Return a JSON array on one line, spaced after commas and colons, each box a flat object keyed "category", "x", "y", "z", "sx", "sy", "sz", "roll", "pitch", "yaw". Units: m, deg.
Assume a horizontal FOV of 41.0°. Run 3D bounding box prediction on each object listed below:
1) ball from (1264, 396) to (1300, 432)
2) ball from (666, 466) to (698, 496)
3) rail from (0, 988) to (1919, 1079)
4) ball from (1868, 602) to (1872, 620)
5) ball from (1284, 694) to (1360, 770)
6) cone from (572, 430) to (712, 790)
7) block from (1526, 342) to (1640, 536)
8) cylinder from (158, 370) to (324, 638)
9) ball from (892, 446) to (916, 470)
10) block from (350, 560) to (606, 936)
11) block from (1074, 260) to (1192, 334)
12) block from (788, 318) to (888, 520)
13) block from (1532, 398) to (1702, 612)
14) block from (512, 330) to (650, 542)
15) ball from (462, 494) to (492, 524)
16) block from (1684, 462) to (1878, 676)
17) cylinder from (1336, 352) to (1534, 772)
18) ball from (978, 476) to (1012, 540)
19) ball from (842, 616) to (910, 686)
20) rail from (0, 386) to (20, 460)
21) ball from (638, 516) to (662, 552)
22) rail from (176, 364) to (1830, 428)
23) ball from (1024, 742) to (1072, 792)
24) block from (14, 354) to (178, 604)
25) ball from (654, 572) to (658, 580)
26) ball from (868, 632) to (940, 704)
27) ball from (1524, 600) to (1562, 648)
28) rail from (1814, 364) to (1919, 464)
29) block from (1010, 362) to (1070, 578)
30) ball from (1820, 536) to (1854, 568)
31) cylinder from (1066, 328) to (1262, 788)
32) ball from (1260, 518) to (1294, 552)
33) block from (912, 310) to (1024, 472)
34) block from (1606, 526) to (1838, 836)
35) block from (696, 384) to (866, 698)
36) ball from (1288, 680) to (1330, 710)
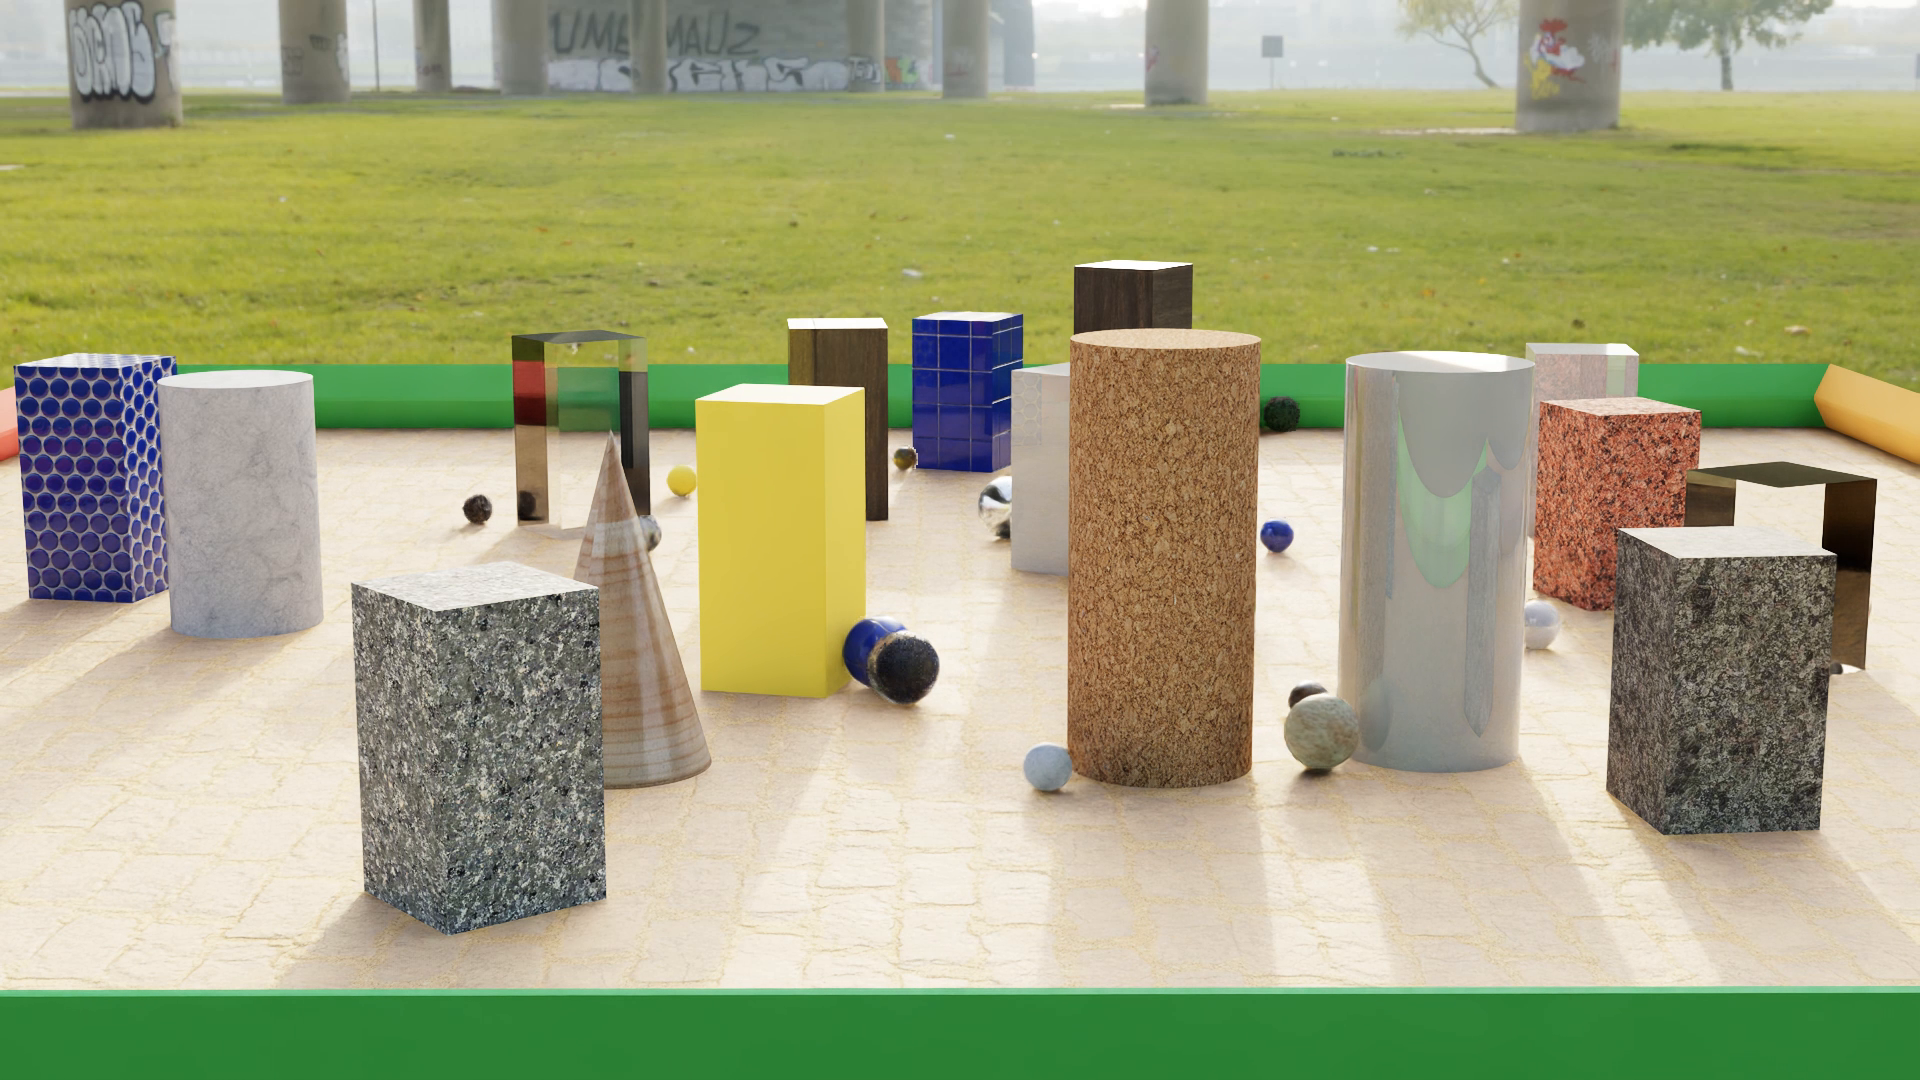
[{"category": "ball", "x": 0.644, "y": -0.252, "z": 5.140, "sx": 0.072, "sy": 0.072, "sz": 0.072, "roll": 0, "pitch": 11, "yaw": 0}, {"category": "ball", "x": -0.474, "y": -0.101, "z": 4.378, "sx": 0.053, "sy": 0.053, "sz": 0.053, "roll": 0, "pitch": 11, "yaw": 0}, {"category": "rail", "x": 0.010, "y": 0.354, "z": 1.718, "sx": 3.552, "sy": 0.127, "sz": 0.045, "roll": 0, "pitch": 11, "yaw": 0}, {"category": "ball", "x": 1.137, "y": 0.087, "z": 3.309, "sx": 0.073, "sy": 0.073, "sz": 0.073, "roll": 0, "pitch": 11, "yaw": 0}, {"category": "ball", "x": 0.378, "y": 0.200, "z": 2.683, "sx": 0.078, "sy": 0.078, "sz": 0.078, "roll": 0, "pitch": 11, "yaw": 0}, {"category": "cone", "x": -0.359, "y": 0.060, "z": 2.673, "sx": 0.195, "sy": 0.357, "sz": 0.195, "roll": 0, "pitch": 11, "yaw": 0}, {"category": "block", "x": 0.975, "y": -0.159, "z": 4.050, "sx": 0.156, "sy": 0.286, "sz": 0.156, "roll": 1, "pitch": 11, "yaw": 7}, {"category": "cylinder", "x": -0.941, "y": -0.050, "z": 3.361, "sx": 0.195, "sy": 0.324, "sz": 0.195, "roll": 0, "pitch": 11, "yaw": 0}, {"category": "ball", "x": -0.101, "y": -0.148, "z": 4.662, "sx": 0.042, "sy": 0.042, "sz": 0.042, "roll": 0, "pitch": 11, "yaw": 0}, {"category": "block", "x": -0.422, "y": 0.177, "z": 2.254, "sx": 0.156, "sy": 0.281, "sz": 0.156, "roll": -8, "pitch": 13, "yaw": -38}, {"category": "block", "x": 0.309, "y": -0.304, "z": 4.589, "sx": 0.156, "sy": 0.375, "sz": 0.156, "roll": 6, "pitch": 12, "yaw": 31}, {"category": "block", "x": -0.200, "y": -0.198, "z": 4.188, "sx": 0.156, "sy": 0.312, "sz": 0.156, "roll": -1, "pitch": 11, "yaw": -5}, {"category": "block", "x": 0.901, "y": -0.052, "z": 3.529, "sx": 0.156, "sy": 0.266, "sz": 0.156, "roll": -3, "pitch": 11, "yaw": -16}, {"category": "block", "x": -0.597, "y": -0.168, "z": 4.048, "sx": 0.156, "sy": 0.306, "sz": 0.156, "roll": -7, "pitch": 13, "yaw": -35}, {"category": "ball", "x": -0.774, "y": -0.050, "z": 4.118, "sx": 0.047, "sy": 0.047, "sz": 0.047, "roll": 0, "pitch": 11, "yaw": 0}, {"category": "block", "x": 0.996, "y": 0.036, "z": 3.135, "sx": 0.156, "sy": 0.236, "sz": 0.156, "roll": -5, "pitch": 12, "yaw": -26}, {"category": "cylinder", "x": 0.503, "y": 0.019, "z": 2.728, "sx": 0.195, "sy": 0.419, "sz": 0.195, "roll": 0, "pitch": 11, "yaw": 0}, {"category": "ball", "x": 0.076, "y": -0.050, "z": 3.979, "sx": 0.098, "sy": 0.098, "sz": 0.098, "roll": 0, "pitch": 11, "yaw": 0}, {"category": "ball", "x": -0.095, "y": 0.132, "z": 3.032, "sx": 0.086, "sy": 0.086, "sz": 0.086, "roll": 0, "pitch": 11, "yaw": 0}, {"category": "rail", "x": -1.752, "y": 0.034, "z": 3.439, "sx": 0.045, "sy": 0.127, "sz": 3.568, "roll": 0, "pitch": 11, "yaw": 0}, {"category": "ball", "x": -0.477, "y": -0.009, "z": 3.877, "sx": 0.055, "sy": 0.055, "sz": 0.055, "roll": 0, "pitch": 11, "yaw": 0}, {"category": "rail", "x": -0.010, "y": -0.288, "z": 5.180, "sx": 3.552, "sy": 0.127, "sz": 0.045, "roll": 0, "pitch": 11, "yaw": 0}, {"category": "ball", "x": 0.090, "y": 0.230, "z": 2.603, "sx": 0.049, "sy": 0.049, "sz": 0.049, "roll": 0, "pitch": 11, "yaw": 0}, {"category": "block", "x": -1.193, "y": -0.089, "z": 3.573, "sx": 0.156, "sy": 0.323, "sz": 0.156, "roll": 2, "pitch": 11, "yaw": 12}, {"category": "ball", "x": -0.445, "y": 0.058, "z": 3.479, "sx": 0.069, "sy": 0.069, "sz": 0.069, "roll": 0, "pitch": 11, "yaw": 0}, {"category": "ball", "x": -0.065, "y": 0.147, "z": 2.954, "sx": 0.084, "sy": 0.084, "sz": 0.084, "roll": 0, "pitch": 11, "yaw": 0}, {"category": "ball", "x": 0.727, "y": 0.107, "z": 3.235, "sx": 0.061, "sy": 0.061, "sz": 0.061, "roll": 0, "pitch": 11, "yaw": 0}, {"category": "rail", "x": 1.752, "y": 0.031, "z": 3.459, "sx": 0.045, "sy": 0.127, "sz": 3.568, "roll": 0, "pitch": 11, "yaw": 0}, {"category": "block", "x": 0.185, "y": -0.104, "z": 3.739, "sx": 0.156, "sy": 0.291, "sz": 0.156, "roll": 9, "pitch": 14, "yaw": 40}, {"category": "ball", "x": 1.283, "y": 0.017, "z": 3.758, "sx": 0.048, "sy": 0.048, "sz": 0.048, "roll": 0, "pitch": 11, "yaw": 0}, {"category": "cylinder", "x": 0.210, "y": 0.014, "z": 2.668, "sx": 0.195, "sy": 0.449, "sz": 0.195, "roll": 0, "pitch": 11, "yaw": 0}, {"category": "ball", "x": 0.478, "y": -0.007, "z": 3.874, "sx": 0.052, "sy": 0.052, "sz": 0.052, "roll": 0, "pitch": 11, "yaw": 0}, {"category": "block", "x": 0.015, "y": -0.274, "z": 4.705, "sx": 0.156, "sy": 0.273, "sz": 0.156, "roll": 4, "pitch": 11, "yaw": 21}, {"category": "block", "x": 0.742, "y": 0.134, "z": 2.515, "sx": 0.156, "sy": 0.270, "sz": 0.156, "roll": -1, "pitch": 11, "yaw": -6}, {"category": "block", "x": -0.210, "y": -0.003, "z": 3.048, "sx": 0.156, "sy": 0.344, "sz": 0.156, "roll": 3, "pitch": 11, "yaw": 15}, {"category": "ball", "x": 0.391, "y": 0.181, "z": 2.874, "sx": 0.047, "sy": 0.047, "sz": 0.047, "roll": 0, "pitch": 11, "yaw": 0}]
